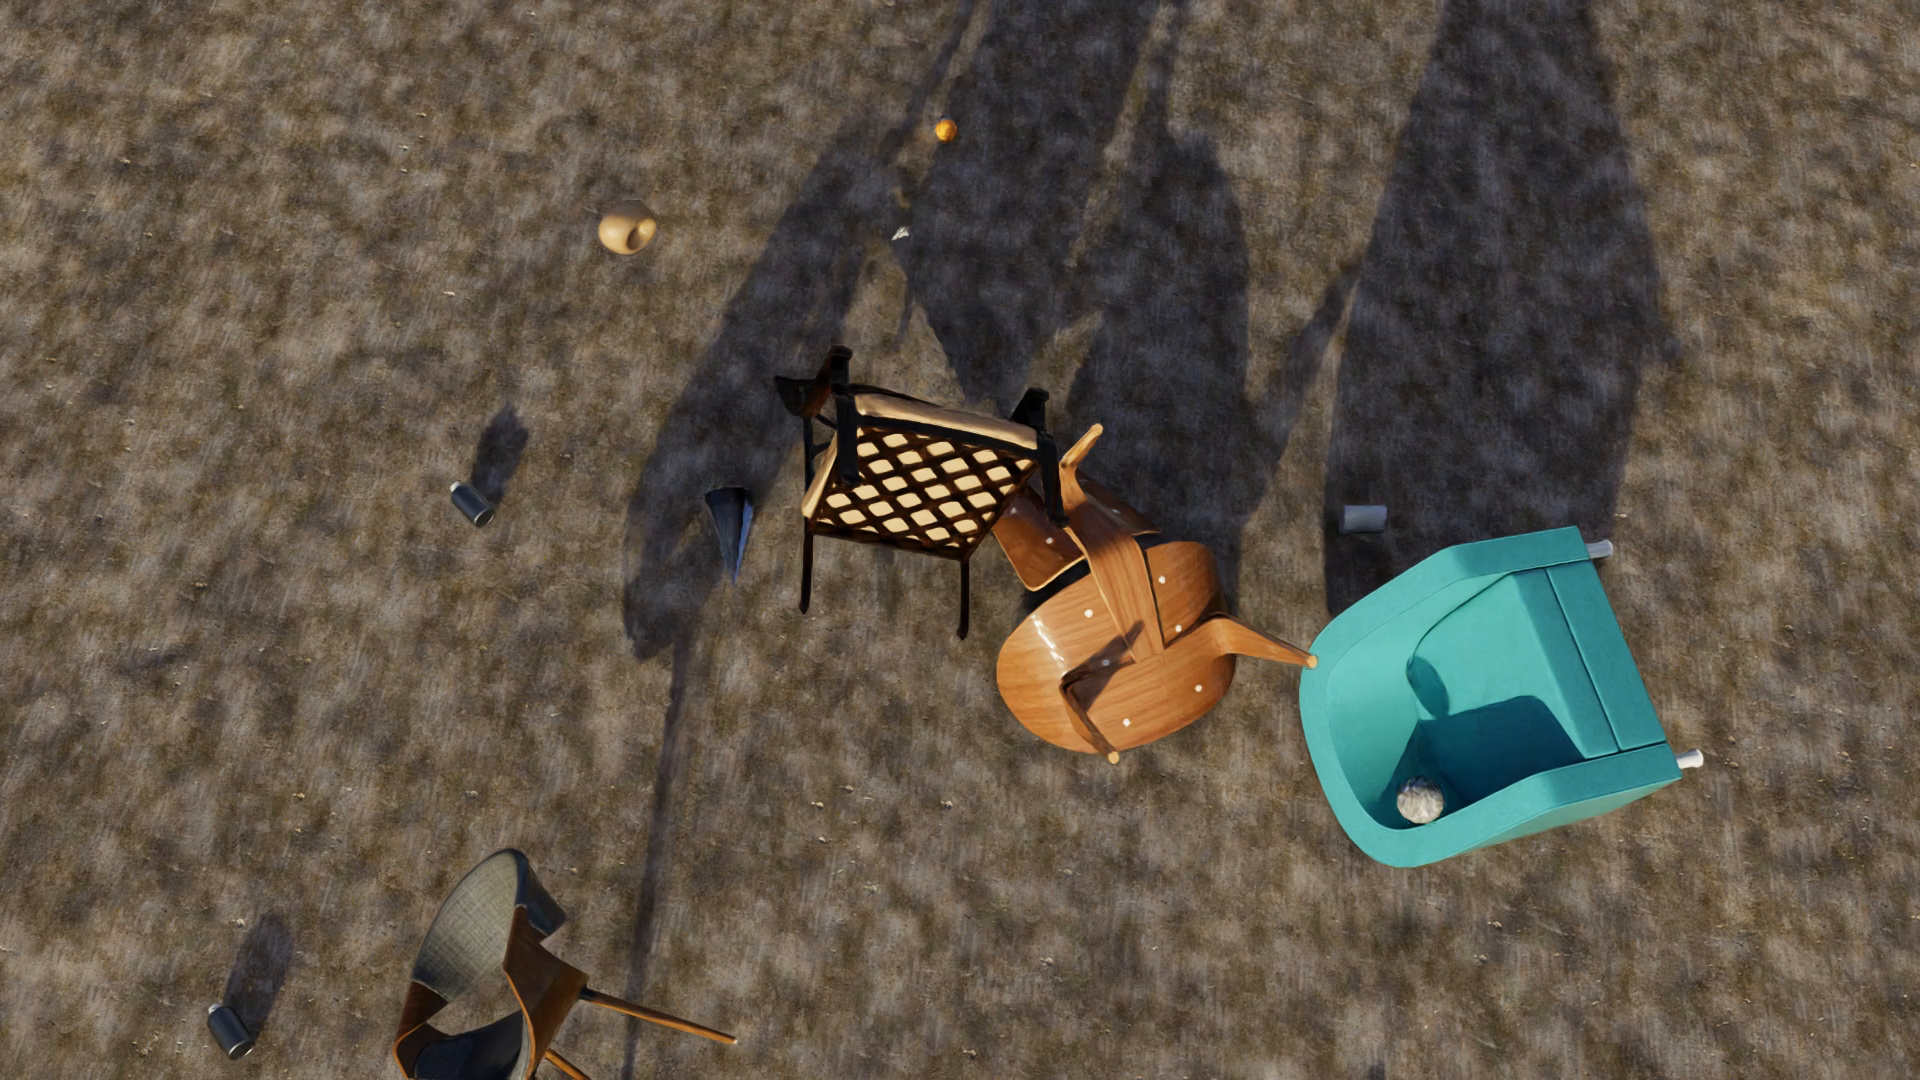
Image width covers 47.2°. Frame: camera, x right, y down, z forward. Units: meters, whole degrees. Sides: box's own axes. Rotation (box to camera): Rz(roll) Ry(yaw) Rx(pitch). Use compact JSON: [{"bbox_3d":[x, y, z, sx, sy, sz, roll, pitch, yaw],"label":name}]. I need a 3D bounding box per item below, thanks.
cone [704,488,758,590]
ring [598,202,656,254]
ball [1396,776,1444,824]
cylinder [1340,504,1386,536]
[{"bbox_3d":[-0.676,0.011,6.522,0.162,0.148,0.299,-12,69,22],"label":"cone"},{"bbox_3d":[-0.941,-0.886,6.235,0.086,0.151,0.260,31,17,10],"label":"ring"},{"bbox_3d":[1.187,0.670,5.670,0.123,0.123,0.123,0,56,0],"label":"ball"},{"bbox_3d":[1.196,-0.060,6.541,0.122,0.122,0.067,-15,76,5],"label":"cylinder"}]
